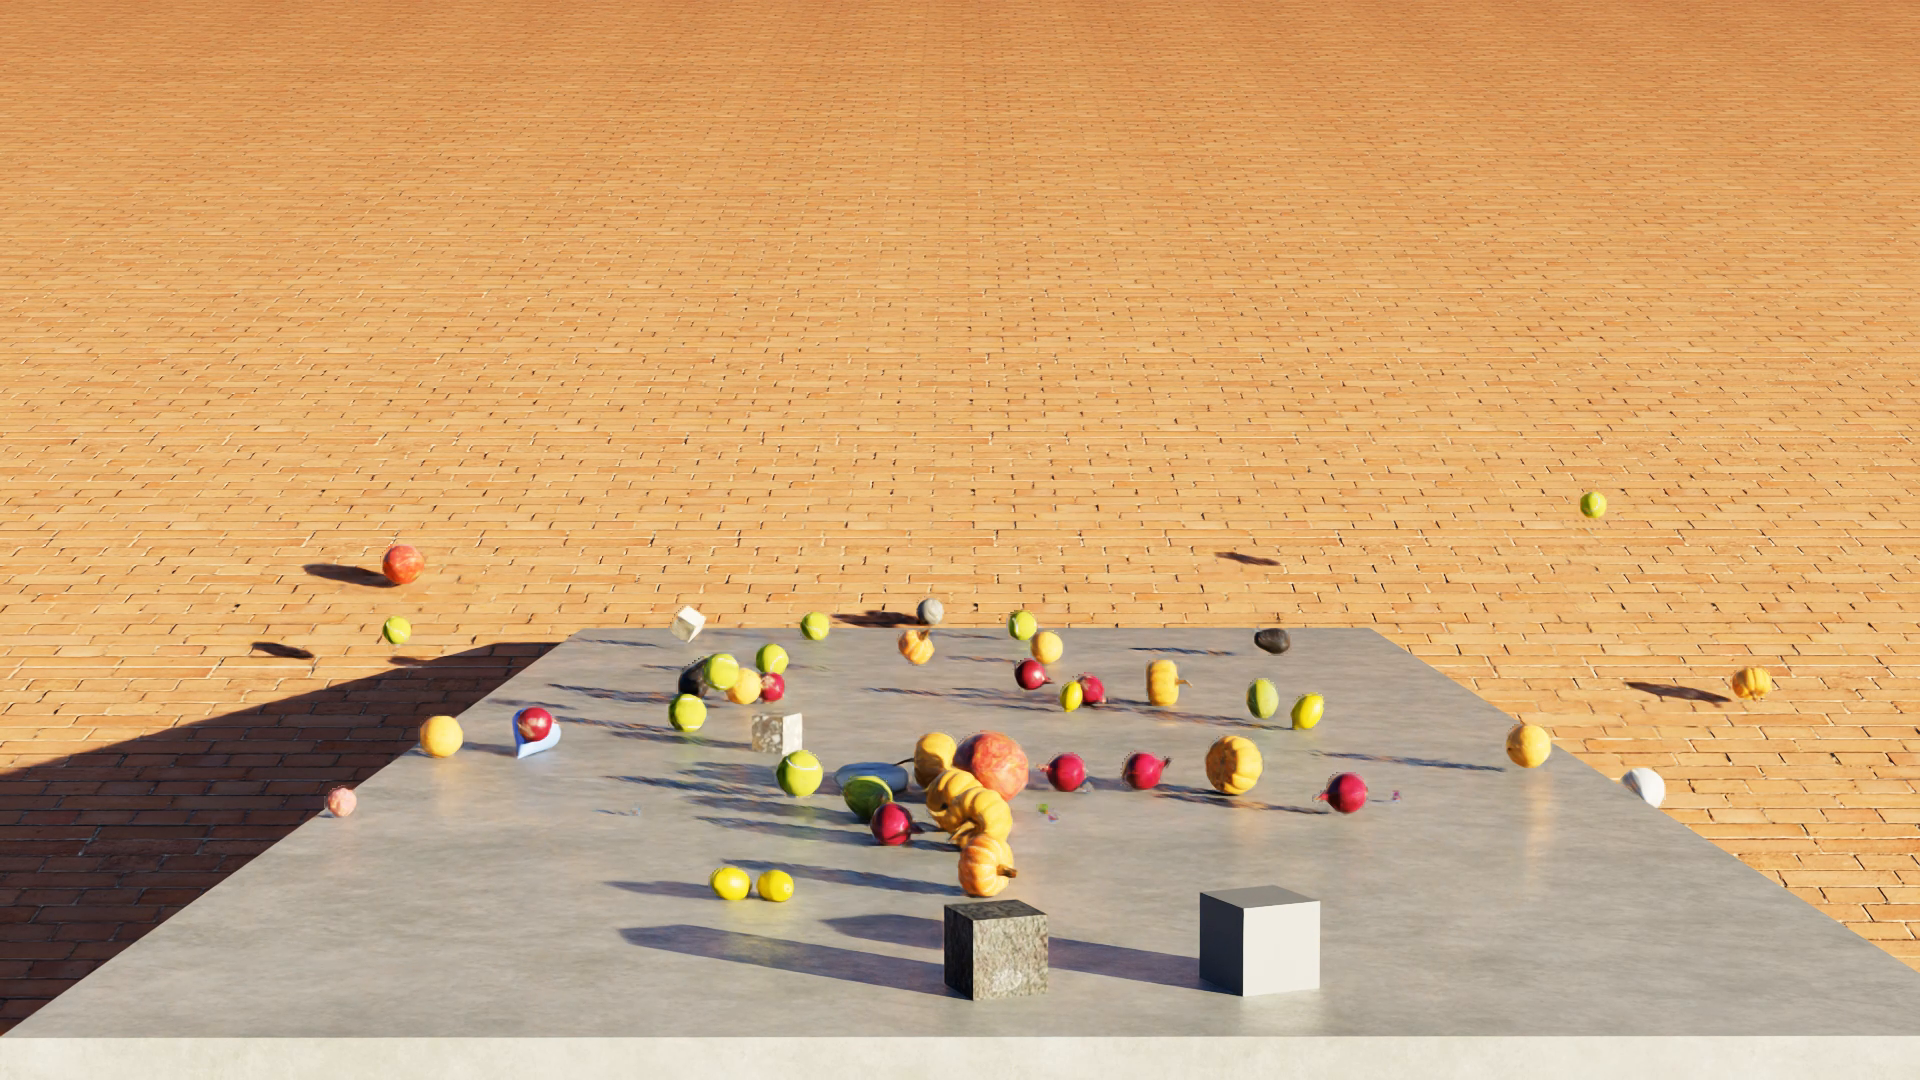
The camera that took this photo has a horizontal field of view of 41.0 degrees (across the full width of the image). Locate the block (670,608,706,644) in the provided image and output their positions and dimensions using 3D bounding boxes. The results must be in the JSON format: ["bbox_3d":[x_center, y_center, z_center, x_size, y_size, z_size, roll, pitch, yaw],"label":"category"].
[{"bbox_3d":[-0.641,0.200,6.042,0.052,0.052,0.052,34,28,7],"label":"block"}]

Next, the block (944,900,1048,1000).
[{"bbox_3d":[0.038,0.436,2.735,0.085,0.085,0.085,-2,4,-21],"label":"block"}]

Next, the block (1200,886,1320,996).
[{"bbox_3d":[0.322,0.430,2.760,0.094,0.094,0.094,-2,4,-24],"label":"block"}]

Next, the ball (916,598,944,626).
[{"bbox_3d":[-0.078,0.188,6.716,0.071,0.071,0.071,0,19,0],"label":"ball"}]

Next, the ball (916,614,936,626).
[{"bbox_3d":[-0.080,0.193,6.801,0.070,0.070,0.070,0,19,0],"label":"ball"}]

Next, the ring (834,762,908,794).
[{"bbox_3d":[-0.138,0.373,4.014,0.116,0.039,0.116,0,4,0],"label":"ring"}]

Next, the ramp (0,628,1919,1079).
[{"bbox_3d":[0.045,0.407,4.538,2.000,0.100,4.000,0,4,0],"label":"ramp"}]

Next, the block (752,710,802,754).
[{"bbox_3d":[-0.317,0.332,4.440,0.063,0.063,0.063,2,4,27],"label":"block"}]

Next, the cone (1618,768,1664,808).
[{"bbox_3d":[1.296,0.486,4.865,0.089,0.089,0.089,2,6,6],"label":"cone"}]
